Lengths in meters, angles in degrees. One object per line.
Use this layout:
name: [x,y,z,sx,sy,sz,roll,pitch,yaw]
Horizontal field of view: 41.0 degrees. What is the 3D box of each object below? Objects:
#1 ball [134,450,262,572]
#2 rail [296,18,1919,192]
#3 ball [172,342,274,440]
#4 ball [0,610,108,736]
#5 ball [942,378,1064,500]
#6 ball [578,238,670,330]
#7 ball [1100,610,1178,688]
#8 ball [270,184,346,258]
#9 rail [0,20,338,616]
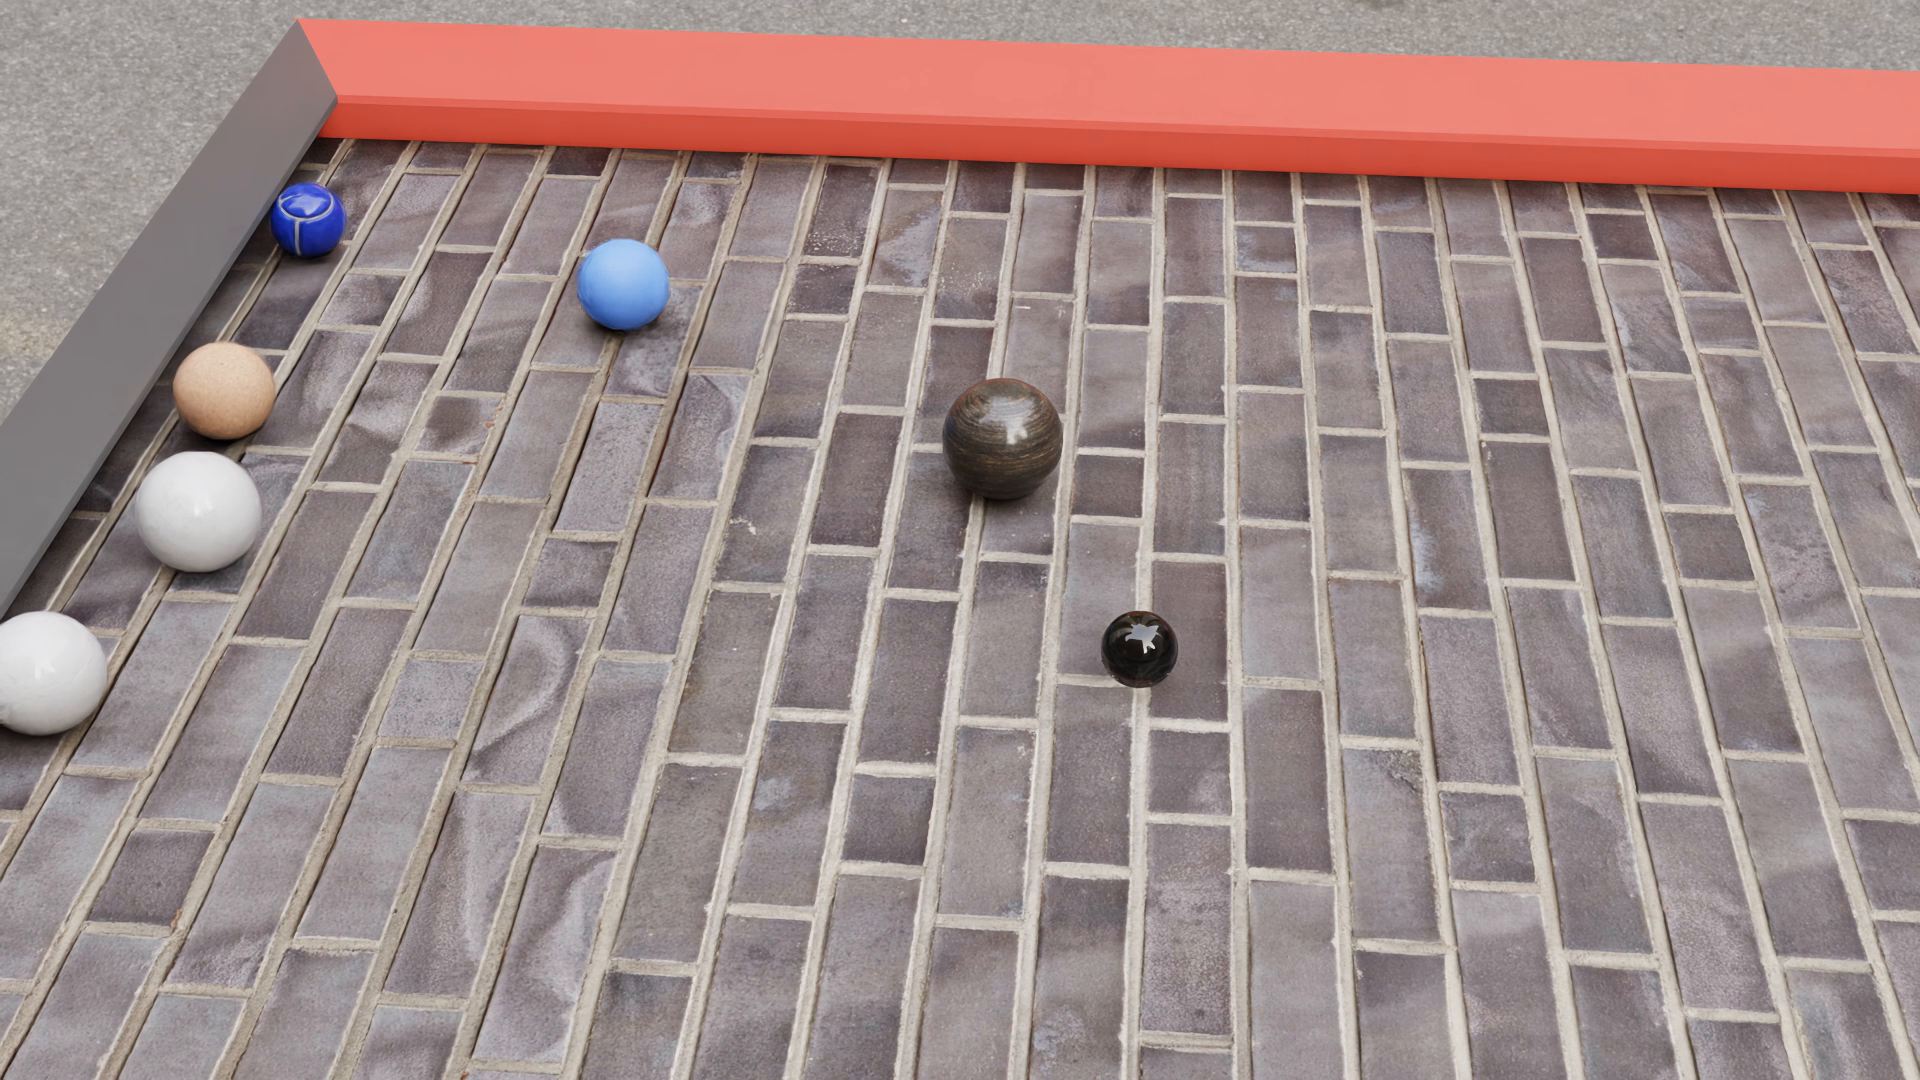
ball: [-0.574,-0.022,1.932,0.092,0.092,0.092,0,35,0]
rail: [0.759,-0.379,2.419,2.822,0.124,0.045,3,35,4]
ball: [-0.599,-0.121,2.086,0.080,0.080,0.080,0,35,0]
ball: [-0.635,0.092,1.773,0.086,0.086,0.086,0,35,0]
ball: [0.033,-0.079,2.012,0.096,0.096,0.096,0,35,0]
ball: [-0.292,-0.222,2.233,0.080,0.080,0.080,0,35,0]
ball: [0.127,0.078,1.821,0.055,0.055,0.055,0,35,0]
ball: [-0.596,-0.292,2.345,0.068,0.068,0.068,0,35,0]
rail: [-0.680,-0.050,1.944,0.045,0.124,1.429,3,35,4]
